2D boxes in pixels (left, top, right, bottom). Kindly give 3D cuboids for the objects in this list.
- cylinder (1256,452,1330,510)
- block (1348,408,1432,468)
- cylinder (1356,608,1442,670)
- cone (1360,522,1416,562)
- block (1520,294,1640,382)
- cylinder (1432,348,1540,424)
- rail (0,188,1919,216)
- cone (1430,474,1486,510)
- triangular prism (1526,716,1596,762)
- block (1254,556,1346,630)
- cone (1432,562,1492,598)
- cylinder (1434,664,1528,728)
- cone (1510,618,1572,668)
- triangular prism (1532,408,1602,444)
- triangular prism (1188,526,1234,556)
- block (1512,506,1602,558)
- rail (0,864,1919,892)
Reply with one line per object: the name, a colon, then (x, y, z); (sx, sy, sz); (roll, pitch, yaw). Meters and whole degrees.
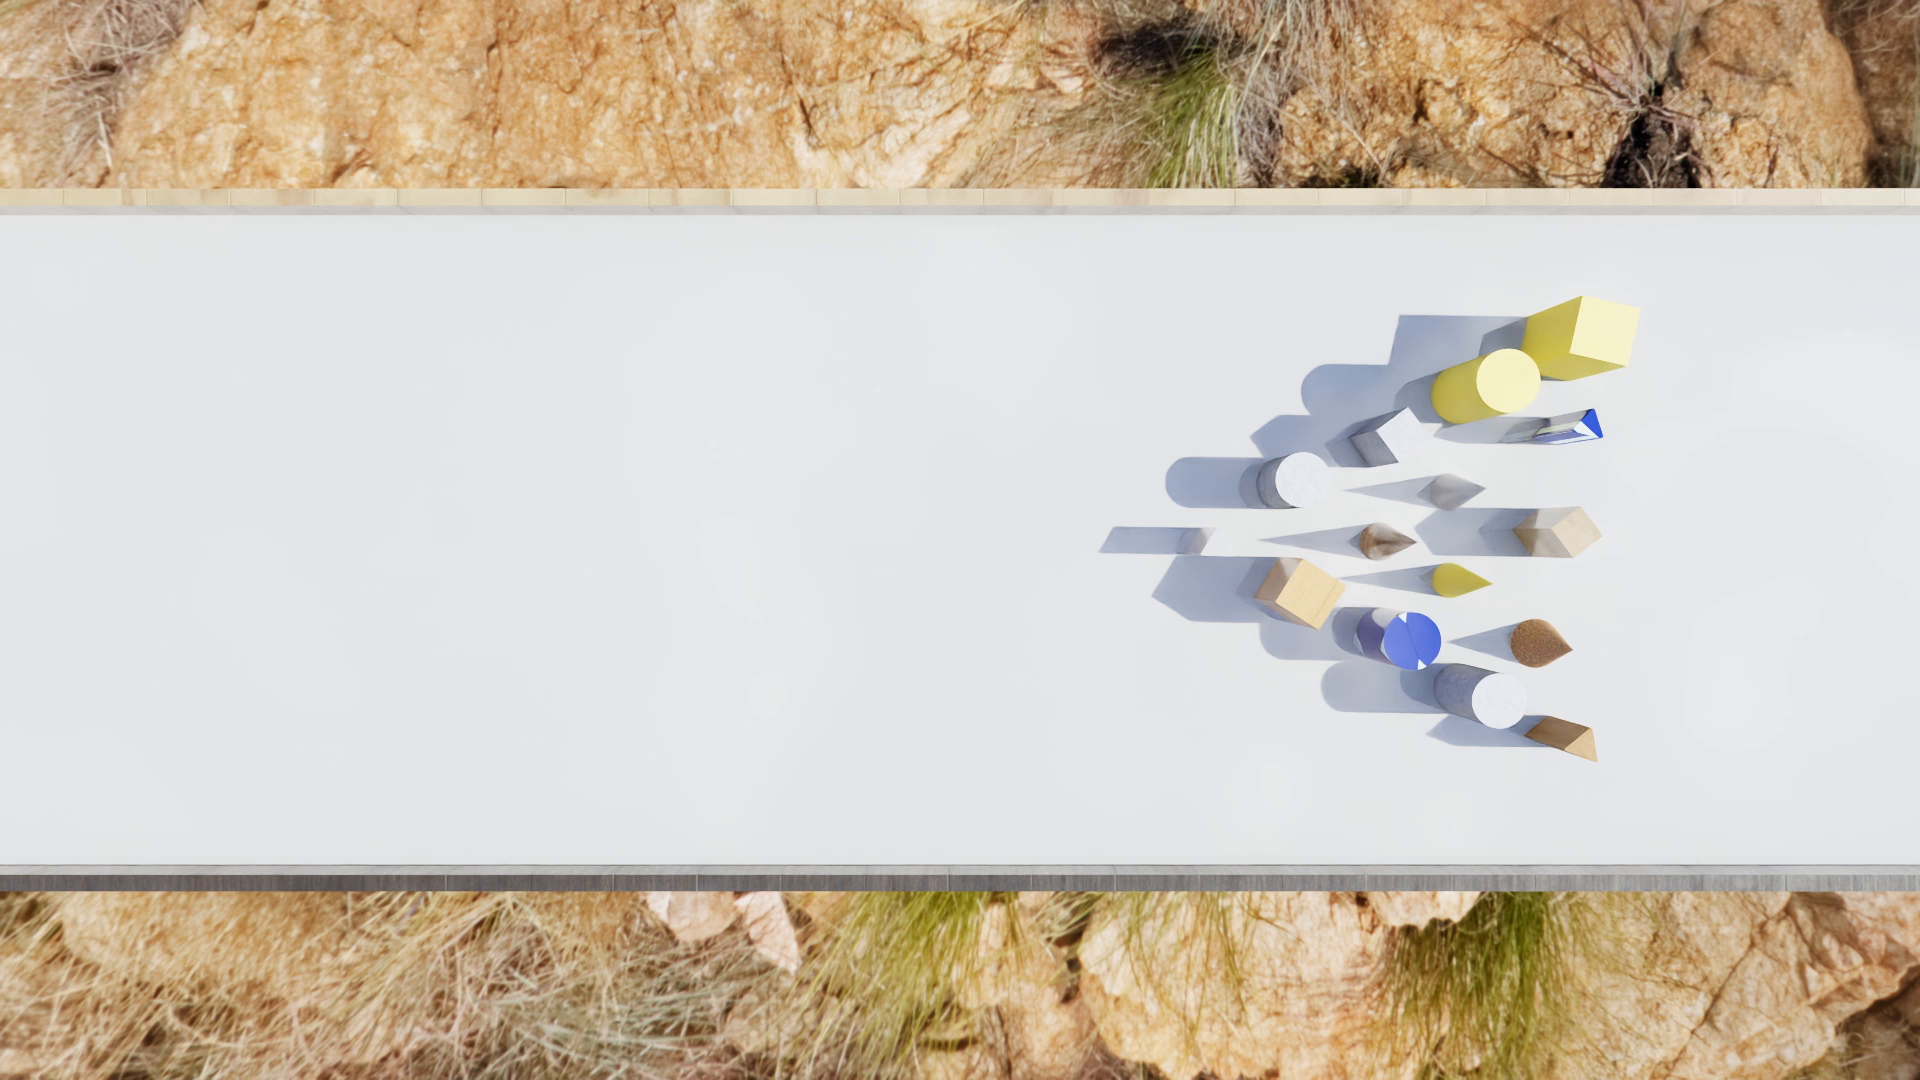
cylinder: (0.991, -0.174, 4.920); (0.160, 0.312, 0.160); (0, 90, 0)
block: (1.274, -0.302, 4.906); (0.114, 0.341, 0.114); (-36, 90, 0)
cylinder: (1.302, 0.291, 4.911); (0.167, 0.332, 0.167); (0, 90, 0)
cone: (1.290, 0.006, 4.860); (0.120, 0.432, 0.120); (0, 90, 0)
block: (1.813, -0.588, 4.855); (0.167, 0.442, 0.167); (13, 90, 0)
cylinder: (1.540, -0.447, 4.853); (0.180, 0.446, 0.180); (0, 90, 0)
rail: (-2.247, -1.025, 5.002); (12.000, 0.150, 0.050); (0, 90, 0)
cone: (1.504, -0.148, 4.890); (0.117, 0.374, 0.117); (0, 90, 0)
triangular prism: (1.799, 0.580, 4.907); (0.099, 0.338, 0.086); (21, 90, 0)
block: (1.006, 0.155, 4.901); (0.150, 0.352, 0.150); (33, 90, 0)
cone: (1.510, 0.124, 4.871); (0.110, 0.412, 0.110); (0, 90, 0)
cylinder: (1.535, 0.458, 4.884); (0.158, 0.386, 0.158); (0, 90, 0)
cone: (1.772, 0.318, 4.921); (0.152, 0.312, 0.152); (0, 90, 0)
triangular prism: (1.812, -0.341, 4.906); (0.088, 0.341, 0.076); (13, 90, 0)
triangular prism: (0.746, 0.002, 4.926); (0.095, 0.301, 0.083); (2, 90, 0)
block: (1.773, -0.023, 4.907); (0.107, 0.339, 0.107); (-37, 90, 0)
rail: (-2.247, 1.025, 5.001); (12.000, 0.150, 0.050); (0, 90, 0)
